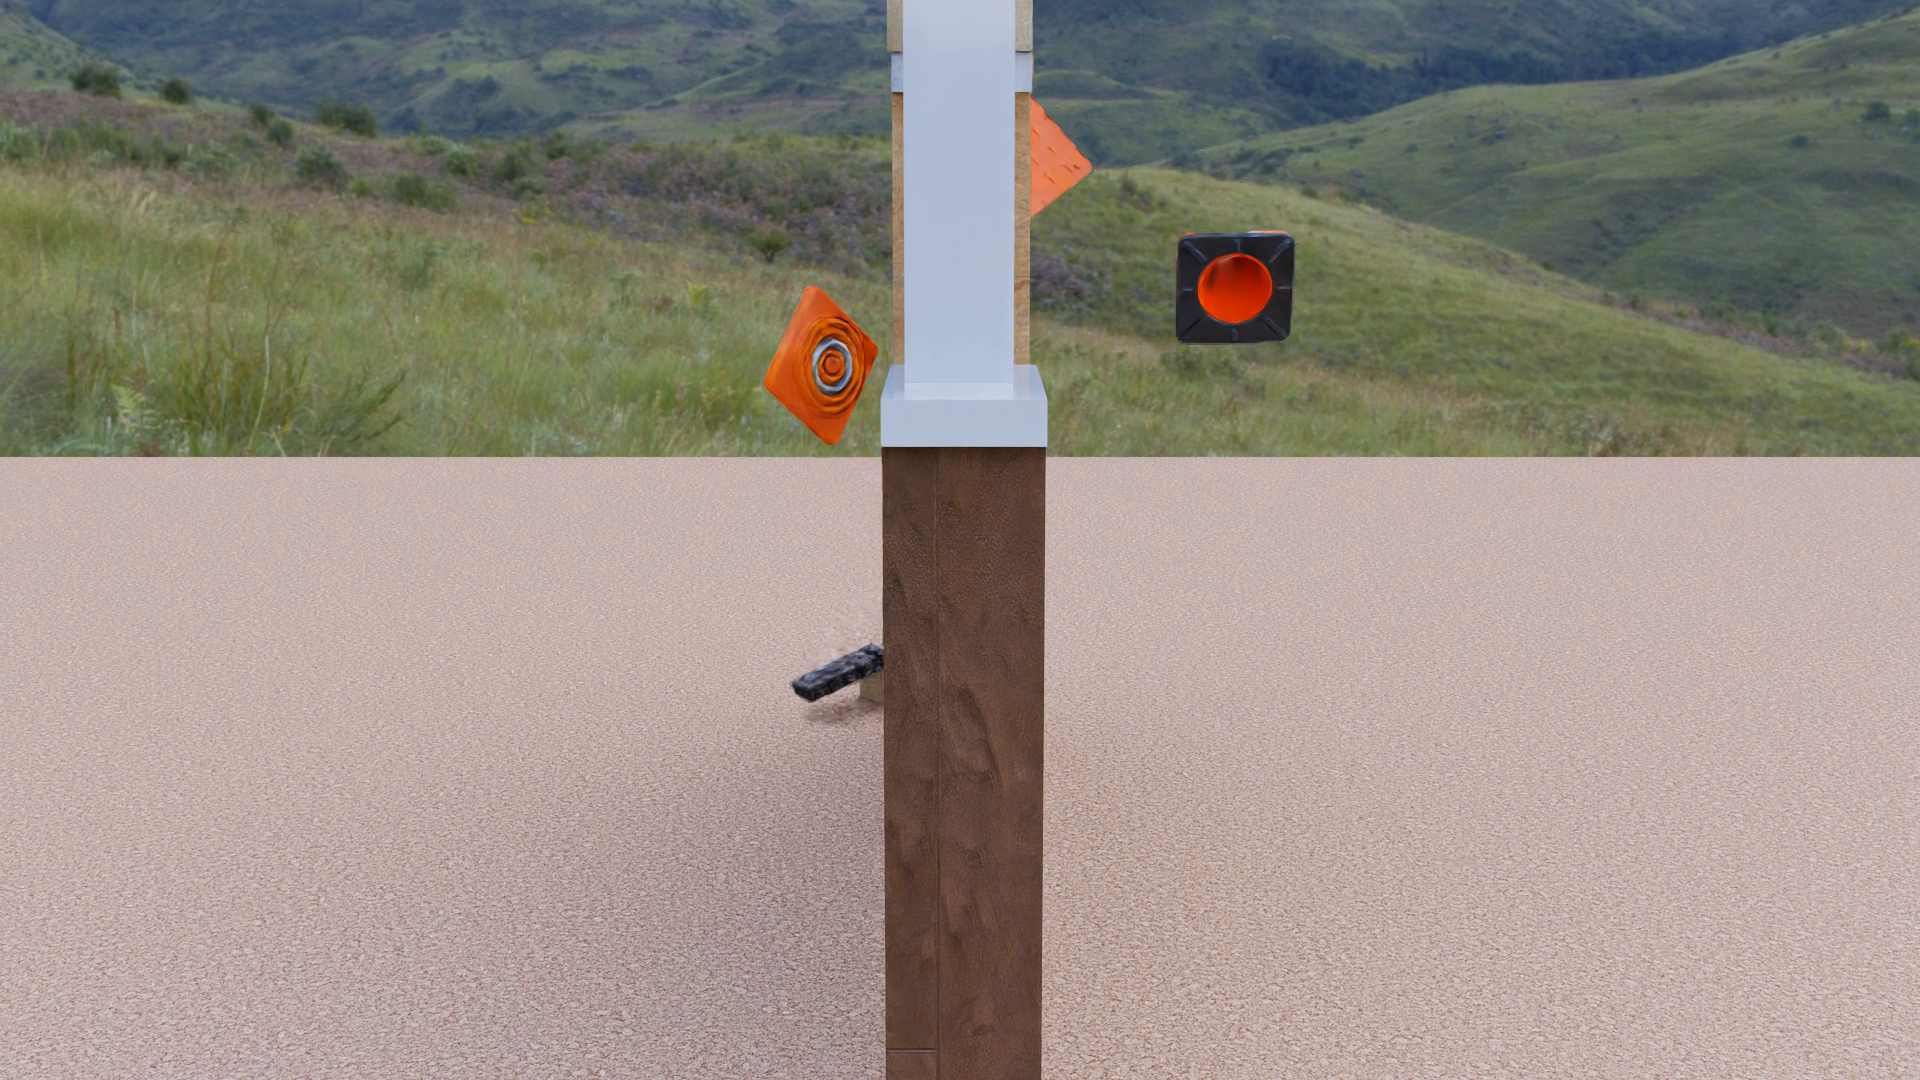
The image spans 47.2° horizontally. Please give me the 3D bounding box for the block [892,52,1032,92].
[{"bbox_3d":[0.001,-0.608,2.876,0.173,0.049,0.346,0,11,0],"label":"block"}]

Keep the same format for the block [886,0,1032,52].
[{"bbox_3d":[-0.001,-0.778,2.682,0.178,0.355,0.050,0,11,0],"label":"block"}]

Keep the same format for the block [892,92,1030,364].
[{"bbox_3d":[0.002,-0.374,2.802,0.173,0.383,0.049,0,11,0],"label":"block"}]

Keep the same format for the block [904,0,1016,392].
[{"bbox_3d":[-0.001,-0.400,2.369,0.118,0.477,0.034,0,10,0],"label":"block"}]

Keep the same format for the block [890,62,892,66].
[{"bbox_3d":[-0.012,-0.393,4.569,0.138,1.195,0.039,-2,12,15],"label":"block"}]

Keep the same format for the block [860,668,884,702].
[{"bbox_3d":[-0.142,0.313,4.881,0.202,0.101,0.029,9,17,41],"label":"block"}]

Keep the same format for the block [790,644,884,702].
[{"bbox_3d":[-0.259,0.290,4.814,0.203,0.029,0.101,-24,17,-20],"label":"block"}]

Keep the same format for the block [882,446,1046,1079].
[{"bbox_3d":[0.004,0.344,2.471,0.176,0.922,0.050,0,11,0],"label":"block"}]

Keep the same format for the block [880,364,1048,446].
[{"bbox_3d":[0.004,-0.156,2.498,0.176,0.050,0.353,0,11,0],"label":"block"}]
